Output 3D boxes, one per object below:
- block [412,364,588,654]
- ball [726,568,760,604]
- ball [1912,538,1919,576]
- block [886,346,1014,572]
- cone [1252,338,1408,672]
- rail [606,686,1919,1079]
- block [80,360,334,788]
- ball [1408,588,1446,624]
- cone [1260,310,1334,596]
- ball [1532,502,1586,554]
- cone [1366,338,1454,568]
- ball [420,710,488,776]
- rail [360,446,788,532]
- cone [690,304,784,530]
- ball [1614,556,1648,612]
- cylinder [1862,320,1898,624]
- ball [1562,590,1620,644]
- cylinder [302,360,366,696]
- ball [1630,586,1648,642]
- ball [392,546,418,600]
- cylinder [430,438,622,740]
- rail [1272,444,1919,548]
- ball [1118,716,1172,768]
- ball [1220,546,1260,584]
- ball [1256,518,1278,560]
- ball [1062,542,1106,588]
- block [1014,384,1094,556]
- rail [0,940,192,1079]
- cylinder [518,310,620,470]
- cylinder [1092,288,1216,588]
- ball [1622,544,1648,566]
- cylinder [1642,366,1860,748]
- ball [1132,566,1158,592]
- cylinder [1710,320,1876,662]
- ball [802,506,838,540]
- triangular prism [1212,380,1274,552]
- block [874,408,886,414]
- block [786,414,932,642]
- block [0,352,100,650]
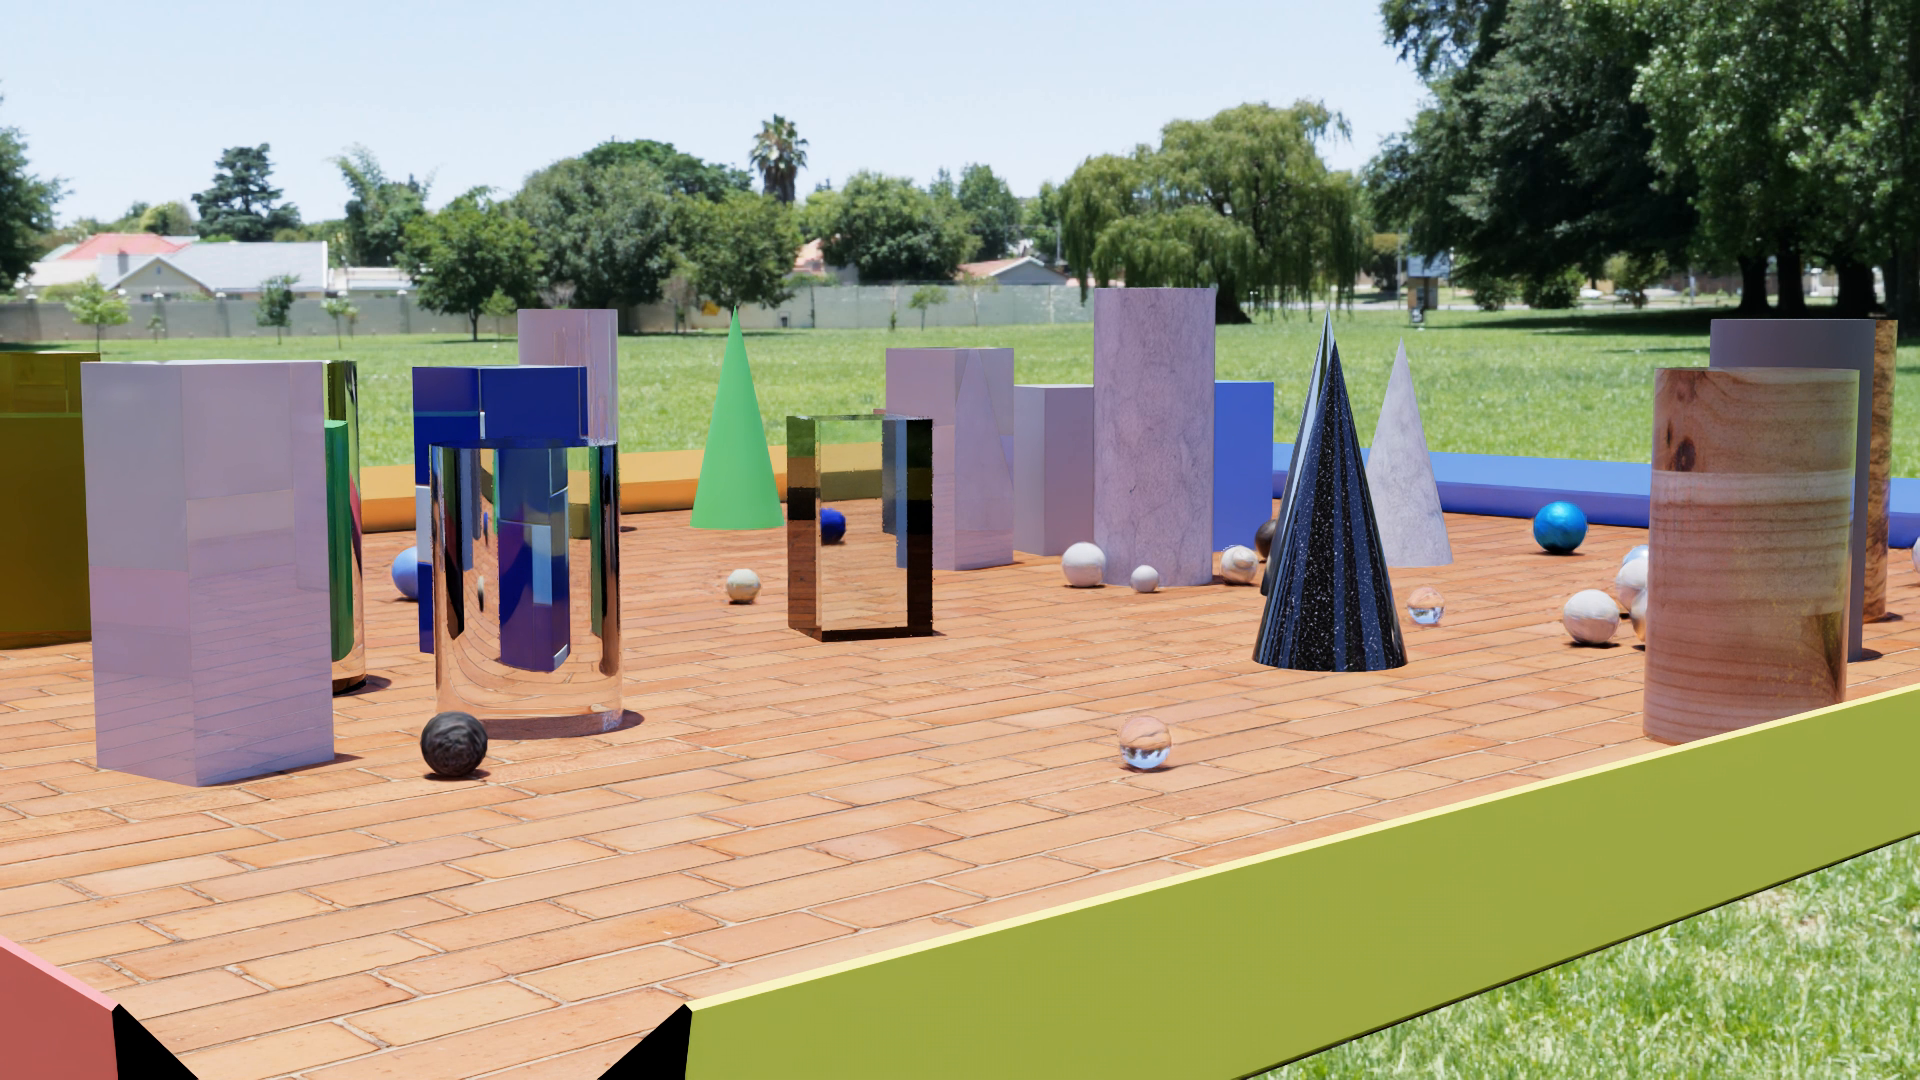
[{"bbox_3d":[-0.596,-0.039,2.866,0.159,0.372,0.159,6,8,43],"label":"block"},{"bbox_3d":[-0.331,0.070,3.361,0.053,0.053,0.053,0,6,0],"label":"ball"},{"bbox_3d":[1.593,0.026,3.555,0.099,0.099,0.099,0,6,0],"label":"ball"},{"bbox_3d":[-0.018,-0.147,3.864,0.159,0.380,0.159,5,8,40],"label":"block"},{"bbox_3d":[0.473,-0.051,2.796,0.199,0.410,0.199,0,6,0],"label":"cone"},{"bbox_3d":[1.093,0.156,2.153,3.738,0.129,0.045,-5,8,-42],"label":"rail"},{"bbox_3d":[-0.734,0.024,2.151,0.159,0.395,0.159,4,7,35],"label":"block"},{"bbox_3d":[0.664,0.094,3.134,0.053,0.053,0.053,0,6,0],"label":"ball"},{"bbox_3d":[0.573,-0.140,3.449,0.199,0.452,0.199,0,6,0],"label":"cone"},{"bbox_3d":[1.103,-0.022,4.043,0.095,0.095,0.095,0,6,0],"label":"ball"},{"bbox_3d":[0.781,-0.163,3.911,0.199,0.402,0.199,0,6,0],"label":"cone"},{"bbox_3d":[-0.486,0.195,2.111,0.063,0.063,0.063,0,6,0],"label":"ball"},{"bbox_3d":[-1.093,-0.089,4.510,3.738,0.129,0.045,-5,8,-42],"label":"rail"},{"bbox_3d":[-0.464,-0.259,4.565,0.199,0.459,0.199,0,6,0],"label":"cone"},{"bbox_3d":[1.000,0.068,3.204,0.088,0.088,0.088,0,6,0],"label":"ball"},{"bbox_3d":[1.250,-0.104,3.206,0.199,0.432,0.199,0,6,0],"label":"cylinder"},{"bbox_3d":[0.844,0.103,2.940,0.074,0.074,0.074,0,6,0],"label":"ball"},{"bbox_3d":[-0.808,-0.017,2.589,0.199,0.385,0.199,0,6,0],"label":"cylinder"},{"bbox_3d":[0.931,0.100,2.900,0.089,0.089,0.089,0,6,0],"label":"ball"},{"bbox_3d":[-0.837,0.051,3.405,0.083,0.083,0.083,0,6,0],"label":"ball"},{"bbox_3d":[-0.466,0.047,2.371,0.199,0.303,0.199,0,6,0],"label":"cylinder"},{"bbox_3d":[1.356,-0.096,4.576,0.045,0.129,3.271,-5,8,-42],"label":"rail"},{"bbox_3d":[0.180,0.197,2.146,0.052,0.052,0.052,0,6,0],"label":"ball"},{"bbox_3d":[0.457,0.041,3.589,0.063,0.063,0.063,0,6,0],"label":"ball"},{"bbox_3d":[0.563,0.001,3.908,0.077,0.077,0.077,0,6,0],"label":"ball"},{"bbox_3d":[0.200,0.040,3.554,0.073,0.073,0.073,0,6,0],"label":"ball"},{"bbox_3d":[0.189,-0.133,4.091,0.159,0.306,0.159,-3,7,-26],"label":"block"},{"bbox_3d":[-1.356,0.163,2.087,0.045,0.129,3.271,-5,8,-42],"label":"rail"},{"bbox_3d":[-0.792,-0.243,4.457,0.199,0.448,0.199,0,6,0],"label":"cylinder"},{"bbox_3d":[0.319,-0.173,3.626,0.199,0.481,0.199,0,6,0],"label":"cylinder"},{"bbox_3d":[1.089,0.045,3.491,0.075,0.075,0.075,0,6,0],"label":"ball"},{"bbox_3d":[0.819,0.015,2.284,0.199,0.385,0.199,0,6,0],"label":"cylinder"},{"bbox_3d":[0.294,0.062,3.486,0.043,0.043,0.043,0,6,0],"label":"ball"},{"bbox_3d":[1.072,-0.069,2.855,0.199,0.433,0.199,0,6,0],"label":"cylinder"},{"bbox_3d":[-0.272,-0.033,4.273,0.068,0.068,0.068,0,6,0],"label":"ball"},{"bbox_3d":[0.481,-0.142,4.137,0.172,0.313,0.149,-1,6,-12],"label":"triangular prism"},{"bbox_3d":[-0.070,-0.140,4.435,0.159,0.248,0.159,-3,7,-25],"label":"block"},{"bbox_3d":[-0.140,-0.021,3.049,0.159,0.298,0.159,-2,6,-21],"label":"block"},{"bbox_3d":[-1.272,-0.059,2.983,0.159,0.389,0.159,6,8,43],"label":"block"}]
